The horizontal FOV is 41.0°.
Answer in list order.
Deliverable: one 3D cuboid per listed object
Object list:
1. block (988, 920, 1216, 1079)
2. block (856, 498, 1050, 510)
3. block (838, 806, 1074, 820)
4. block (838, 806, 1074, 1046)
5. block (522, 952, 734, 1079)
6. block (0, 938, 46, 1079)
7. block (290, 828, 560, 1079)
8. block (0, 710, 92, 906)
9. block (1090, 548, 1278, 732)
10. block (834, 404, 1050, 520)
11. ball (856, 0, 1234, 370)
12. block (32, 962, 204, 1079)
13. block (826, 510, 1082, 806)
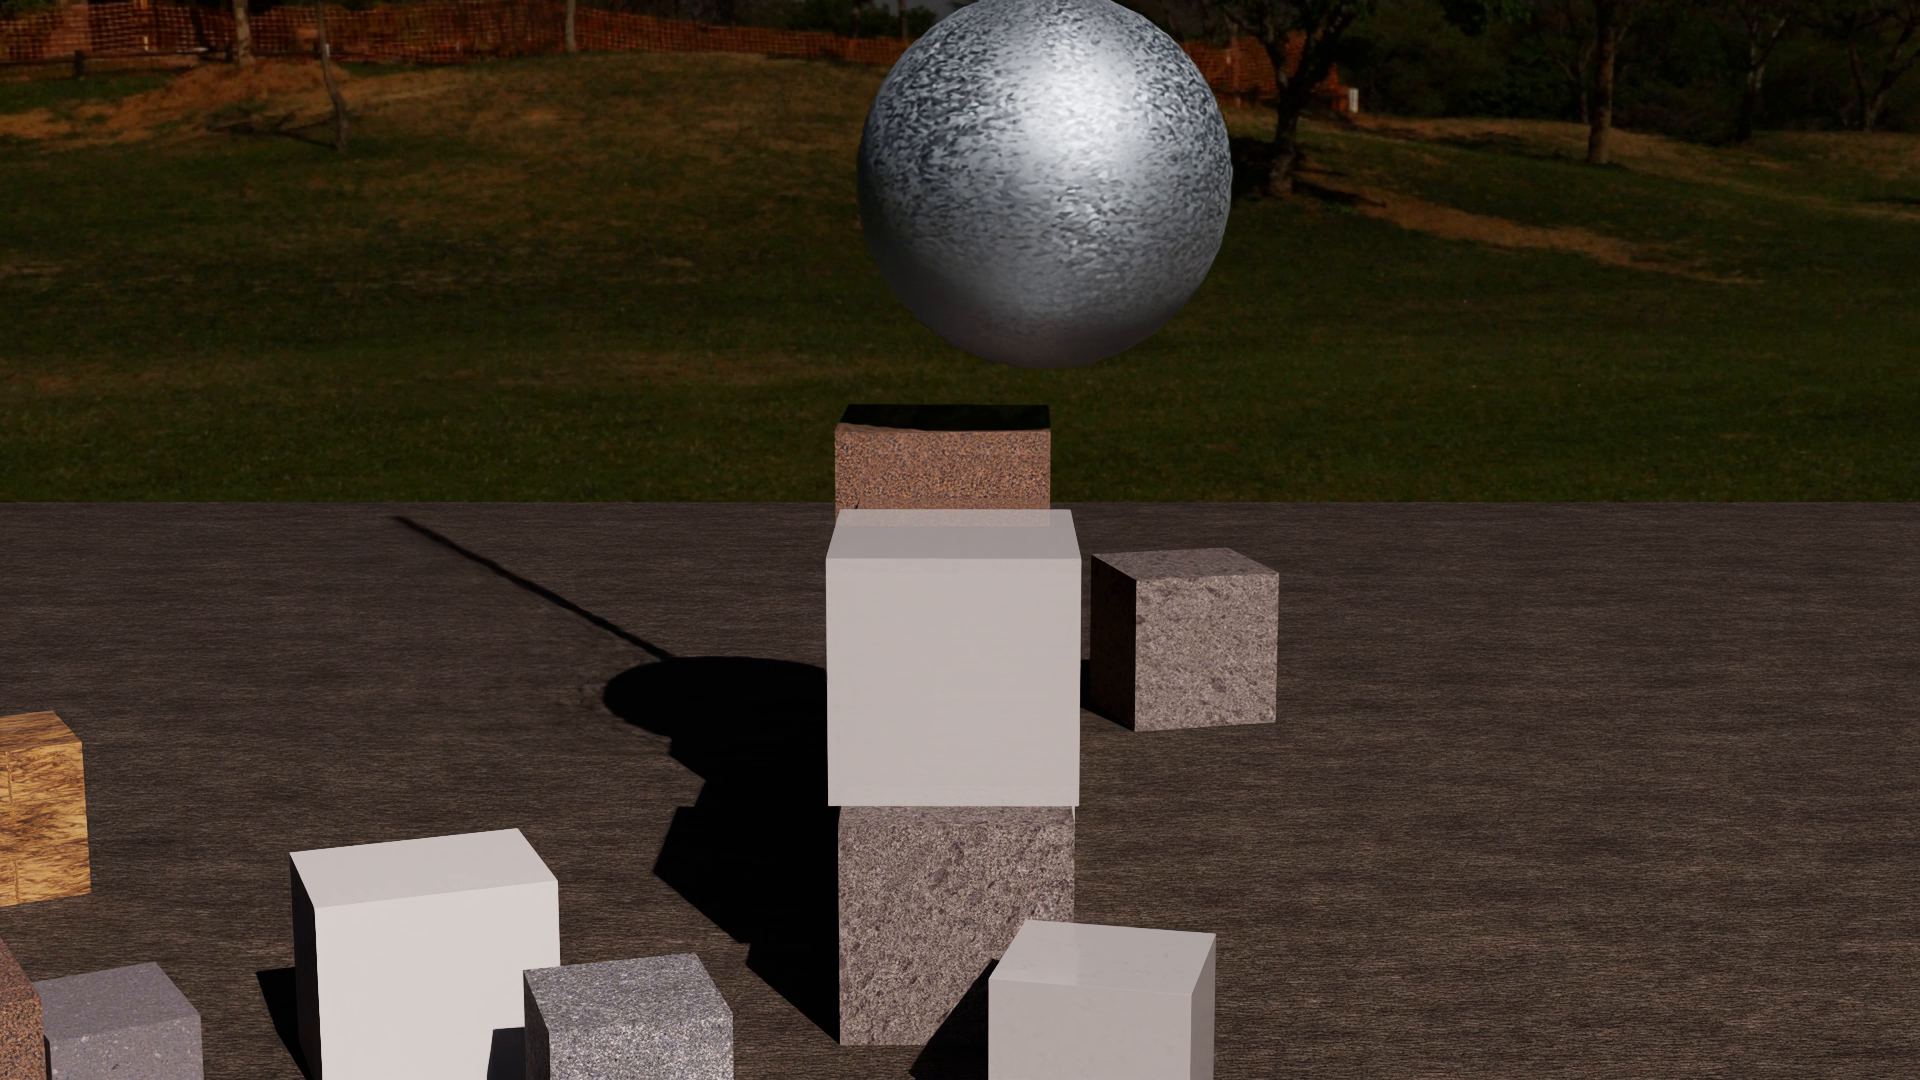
[{"bbox_3d":[0.492,1.683,8.742,0.673,0.560,0.617,2,11,13],"label":"block"},{"bbox_3d":[-0.030,0.263,10.798,0.816,0.766,0.731,0,11,2],"label":"block"},{"bbox_3d":[-0.013,1.213,10.562,0.934,0.835,0.811,0,10,0],"label":"block"},{"bbox_3d":[-0.013,1.364,9.738,0.853,0.831,0.850,0,10,0],"label":"block"},{"bbox_3d":[-1.093,1.744,8.427,0.584,0.553,0.601,-3,11,-17],"label":"block"},{"bbox_3d":[-3.368,1.730,8.269,0.680,0.638,0.715,-6,12,-30],"label":"block"},{"bbox_3d":[-1.920,1.517,9.208,0.833,0.720,0.679,-4,11,-21],"label":"block"},{"bbox_3d":[-4.226,1.181,11.186,0.679,0.675,0.643,-6,12,-29],"label":"block"},{"bbox_3d":[1.235,0.540,14.267,0.815,0.834,0.787,-3,11,-15],"label":"block"},{"bbox_3d":[-0.064,-0.028,11.586,0.929,1.058,0.909,0,10,1],"label":"block"},{"bbox_3d":[0.357,-1.527,10.903,1.600,1.600,1.600,0,10,0],"label":"ball"},{"bbox_3d":[-2.802,1.760,8.451,0.468,0.514,0.585,-6,12,-30],"label":"block"},{"bbox_3d":[-0.021,0.431,9.920,0.929,0.933,1.031,0,11,0],"label":"block"}]
